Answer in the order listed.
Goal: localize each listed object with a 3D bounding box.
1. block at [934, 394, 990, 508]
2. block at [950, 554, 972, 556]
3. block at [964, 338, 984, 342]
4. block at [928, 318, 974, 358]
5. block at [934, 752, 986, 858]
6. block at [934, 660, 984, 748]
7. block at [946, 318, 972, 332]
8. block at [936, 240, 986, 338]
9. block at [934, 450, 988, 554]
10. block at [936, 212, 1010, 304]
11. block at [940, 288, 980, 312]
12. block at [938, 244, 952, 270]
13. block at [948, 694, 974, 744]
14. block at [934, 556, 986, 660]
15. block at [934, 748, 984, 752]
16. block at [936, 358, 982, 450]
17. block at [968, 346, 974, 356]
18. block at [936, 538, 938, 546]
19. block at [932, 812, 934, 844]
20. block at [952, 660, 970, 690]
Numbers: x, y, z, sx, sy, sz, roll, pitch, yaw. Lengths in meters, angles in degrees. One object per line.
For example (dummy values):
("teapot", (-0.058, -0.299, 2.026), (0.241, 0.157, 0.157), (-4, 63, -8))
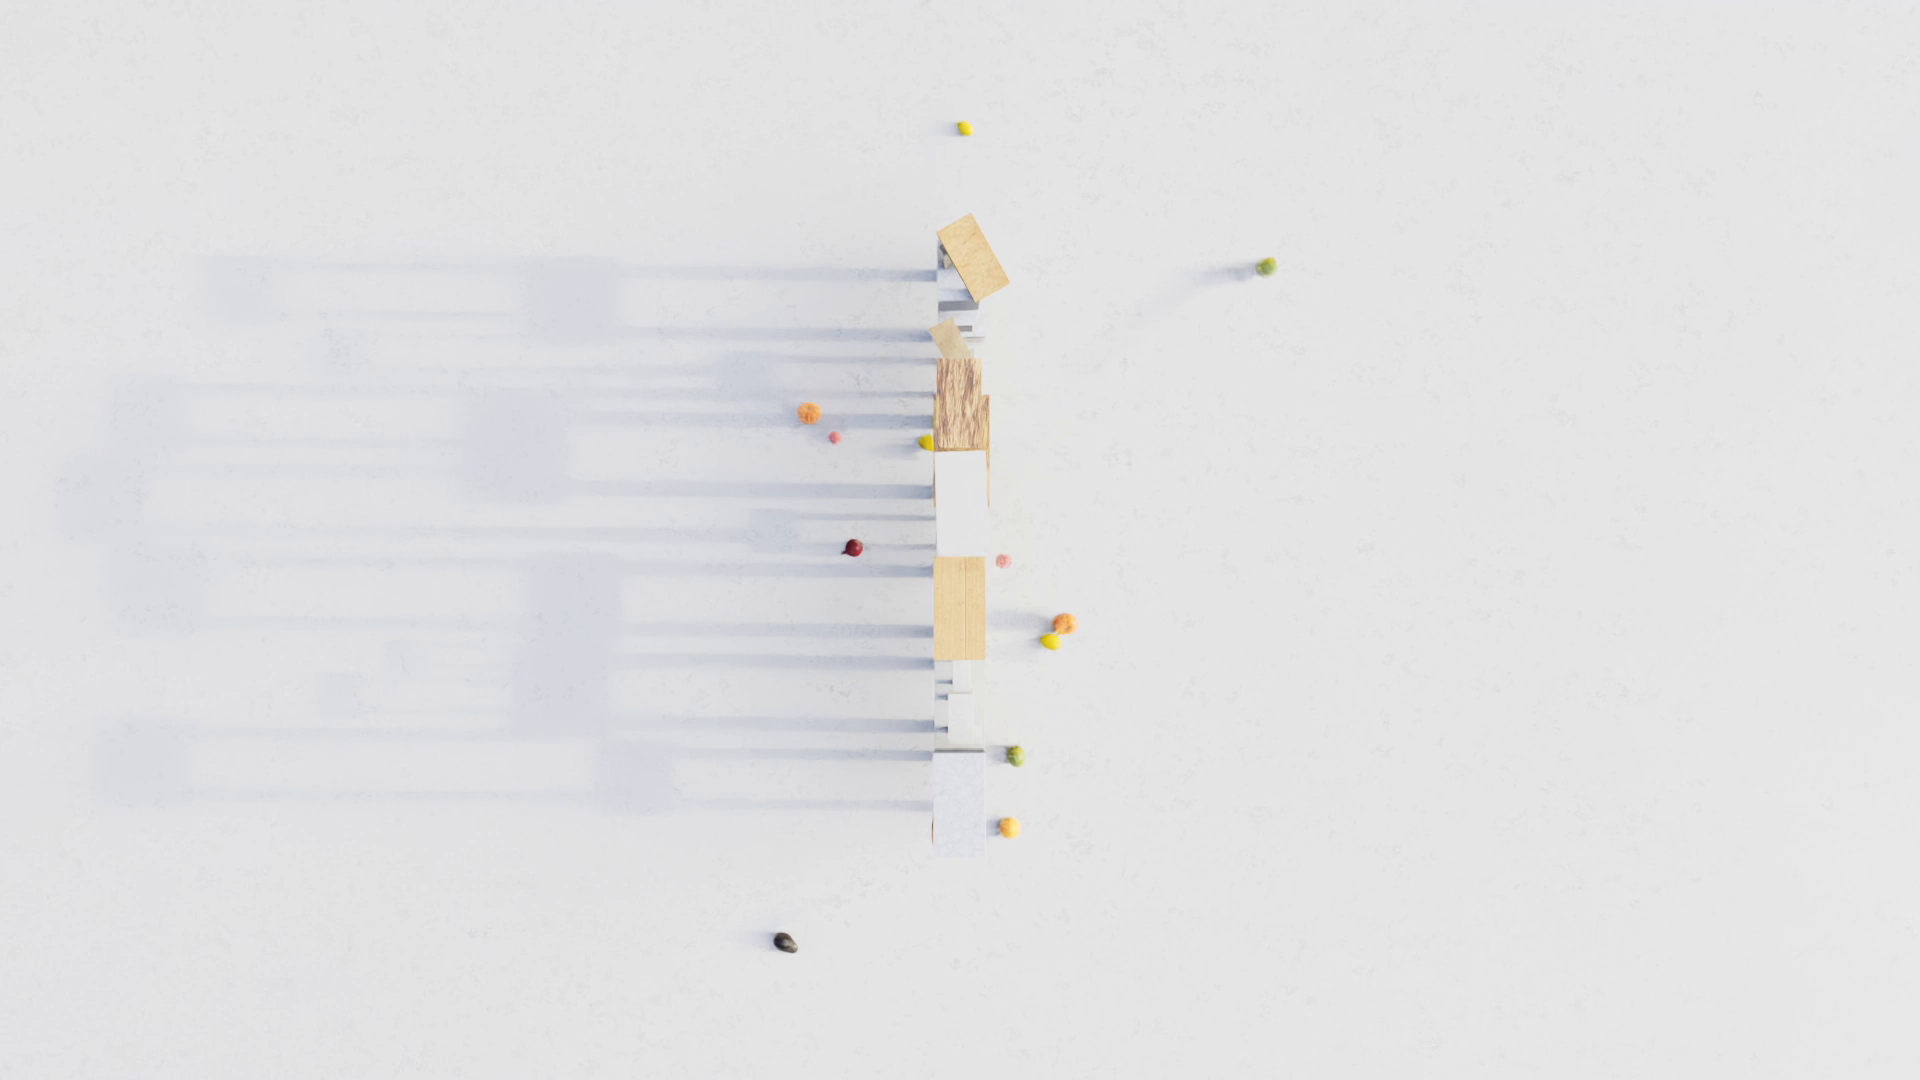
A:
("block", (0.004, -0.275, 5.127), (0.174, 0.049, 0.348), (0, 90, 0))
("block", (0.002, -0.023, 5.343), (0.073, 0.021, 0.147), (0, 90, 0))
("block", (0.004, -0.680, 5.349), (0.151, 0.302, 0.043), (0, 90, 0))
("block", (-0.023, -0.584, 4.984), (0.080, 0.023, 0.159), (-28, 90, 0))
("block", (-0.002, 0.772, 4.819), (0.152, 0.043, 0.304), (0, 90, 0))
("block", (-0.002, 0.518, 5.167), (0.156, 0.044, 0.311), (0, 90, 0))
("block", (-0.001, -0.662, 5.075), (0.080, 0.159, 0.023), (-1, 91, 0))
("block", (0.005, -0.786, 5.176), (0.151, 0.043, 0.302), (-1, 90, 0))
("block", (0.005, -0.108, 4.785), (0.148, 0.042, 0.296), (-2, 90, 0))
("block", (0.039, -0.839, 4.901), (0.118, 0.034, 0.237), (-29, 90, 0))
("block", (-0.001, -0.732, 5.036), (0.118, 0.237, 0.034), (-2, 90, 0))
("block", (-0.005, -0.891, 5.036), (0.118, 0.237, 0.034), (-31, 90, 0))
("block", (0.002, 0.540, 4.983), (0.076, 0.021, 0.151), (0, 90, 0))
("block", (-0.002, 0.200, 4.832), (0.151, 0.043, 0.302), (0, 90, 0))
("block", (-0.002, 0.672, 4.992), (0.152, 0.304, 0.043), (0, 90, 0))
("block", (-0.003, -0.398, 4.822), (0.131, 0.037, 0.261), (0, 90, 0))
("block", (0.004, -0.539, 5.319), (0.085, 0.024, 0.169), (0, 90, 0))
("block", (0.004, -0.006, 5.069), (0.148, 0.526, 0.042), (0, 90, 0))
("block", (-0.008, 0.872, 5.026), (0.152, 0.371, 0.043), (-1, 90, 0))
("block", (0.004, 0.408, 5.033), (0.052, 0.015, 0.104), (0, 90, 0))
